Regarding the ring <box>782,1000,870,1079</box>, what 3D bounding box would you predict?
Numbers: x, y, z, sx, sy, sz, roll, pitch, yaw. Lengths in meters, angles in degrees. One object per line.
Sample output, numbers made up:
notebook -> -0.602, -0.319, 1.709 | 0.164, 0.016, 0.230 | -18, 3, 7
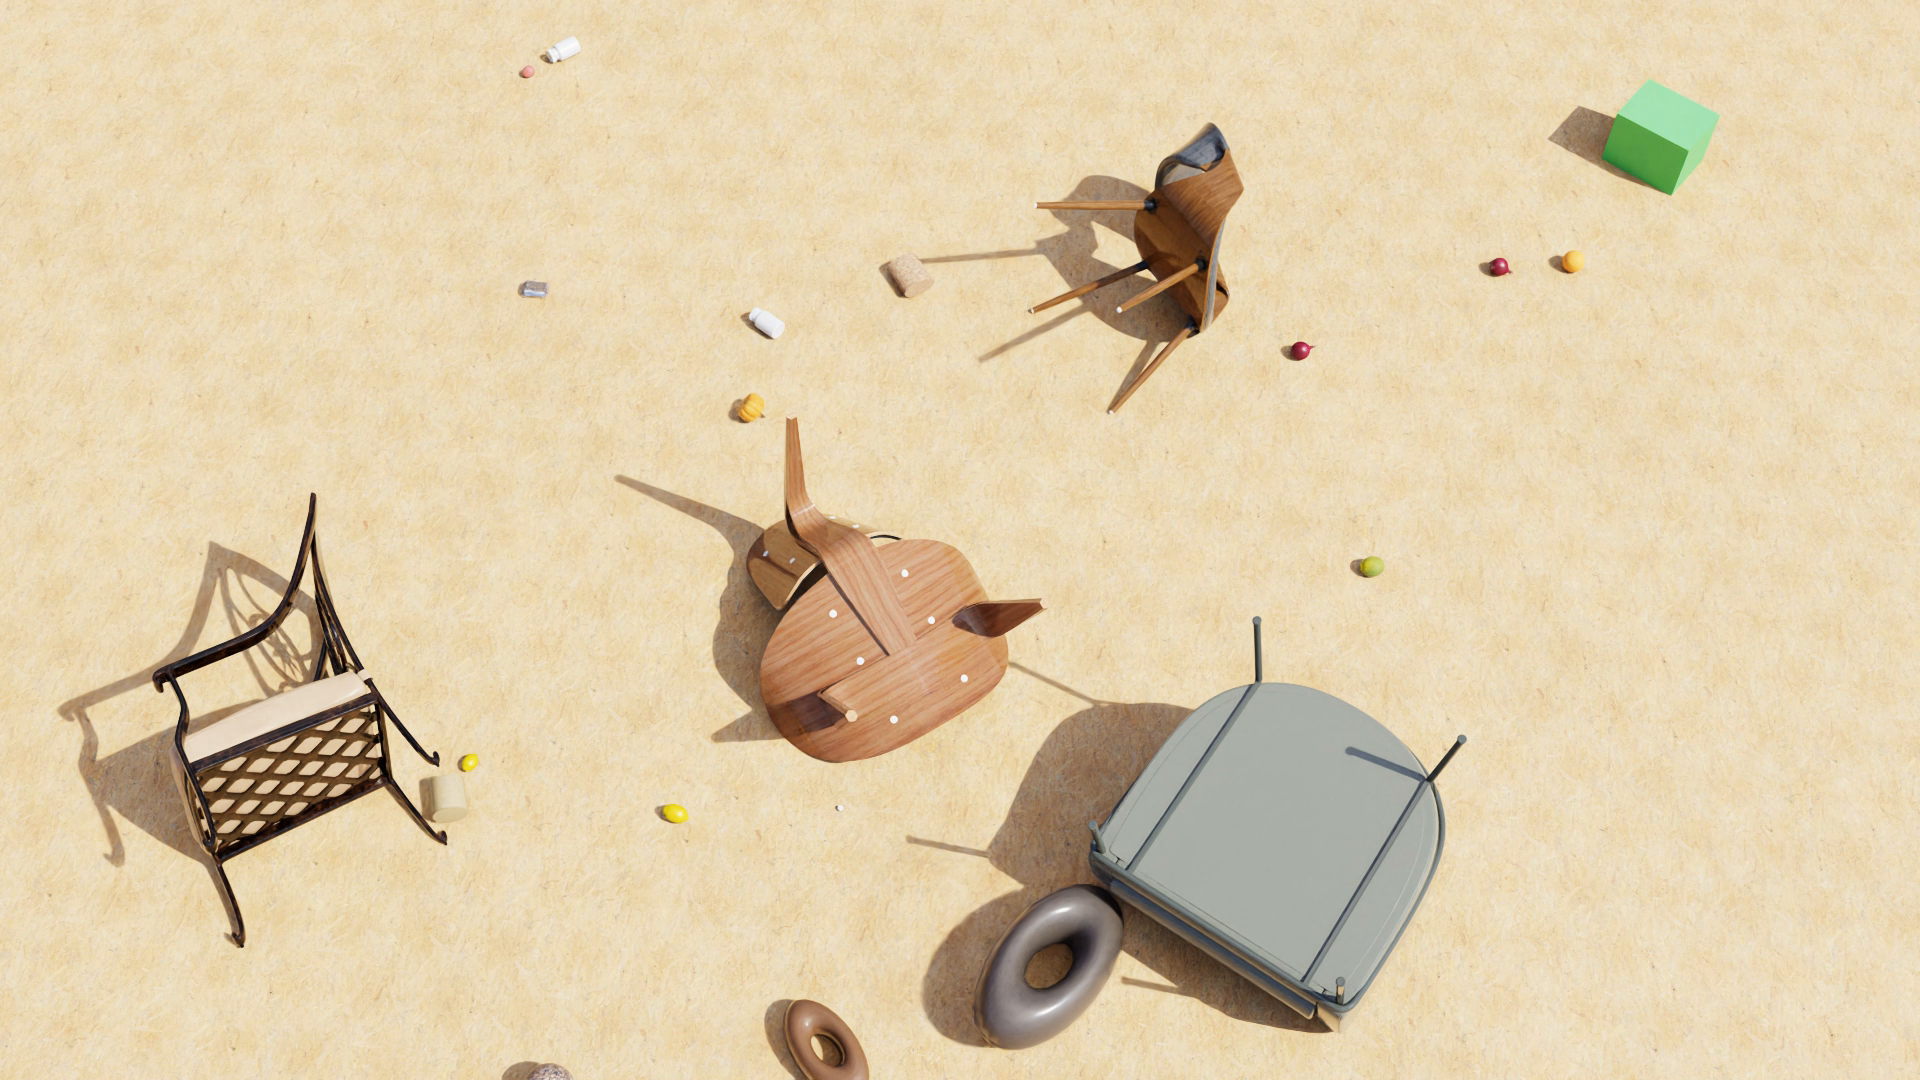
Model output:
ring -> -0.344, 1.308, 5.640 | 0.166, 0.094, 0.311 | -31, 63, -21

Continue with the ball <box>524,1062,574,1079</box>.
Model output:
ball -> -1.039, 1.390, 5.560 | 0.134, 0.134, 0.134 | 0, 56, 0

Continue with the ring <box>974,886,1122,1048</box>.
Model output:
ring -> 0.232, 1.103, 5.700 | 0.291, 0.178, 0.535 | 36, 56, 15

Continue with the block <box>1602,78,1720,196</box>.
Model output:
block -> 2.339, -1.346, 7.348 | 0.268, 0.215, 0.210 | 34, 63, 21

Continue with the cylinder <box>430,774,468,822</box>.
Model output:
cylinder -> -1.406, 0.710, 6.048 | 0.096, 0.083, 0.107 | -12, 57, -5

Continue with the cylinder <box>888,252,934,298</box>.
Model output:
cylinder -> -0.160, -0.857, 7.110 | 0.106, 0.065, 0.125 | -26, 60, -12
